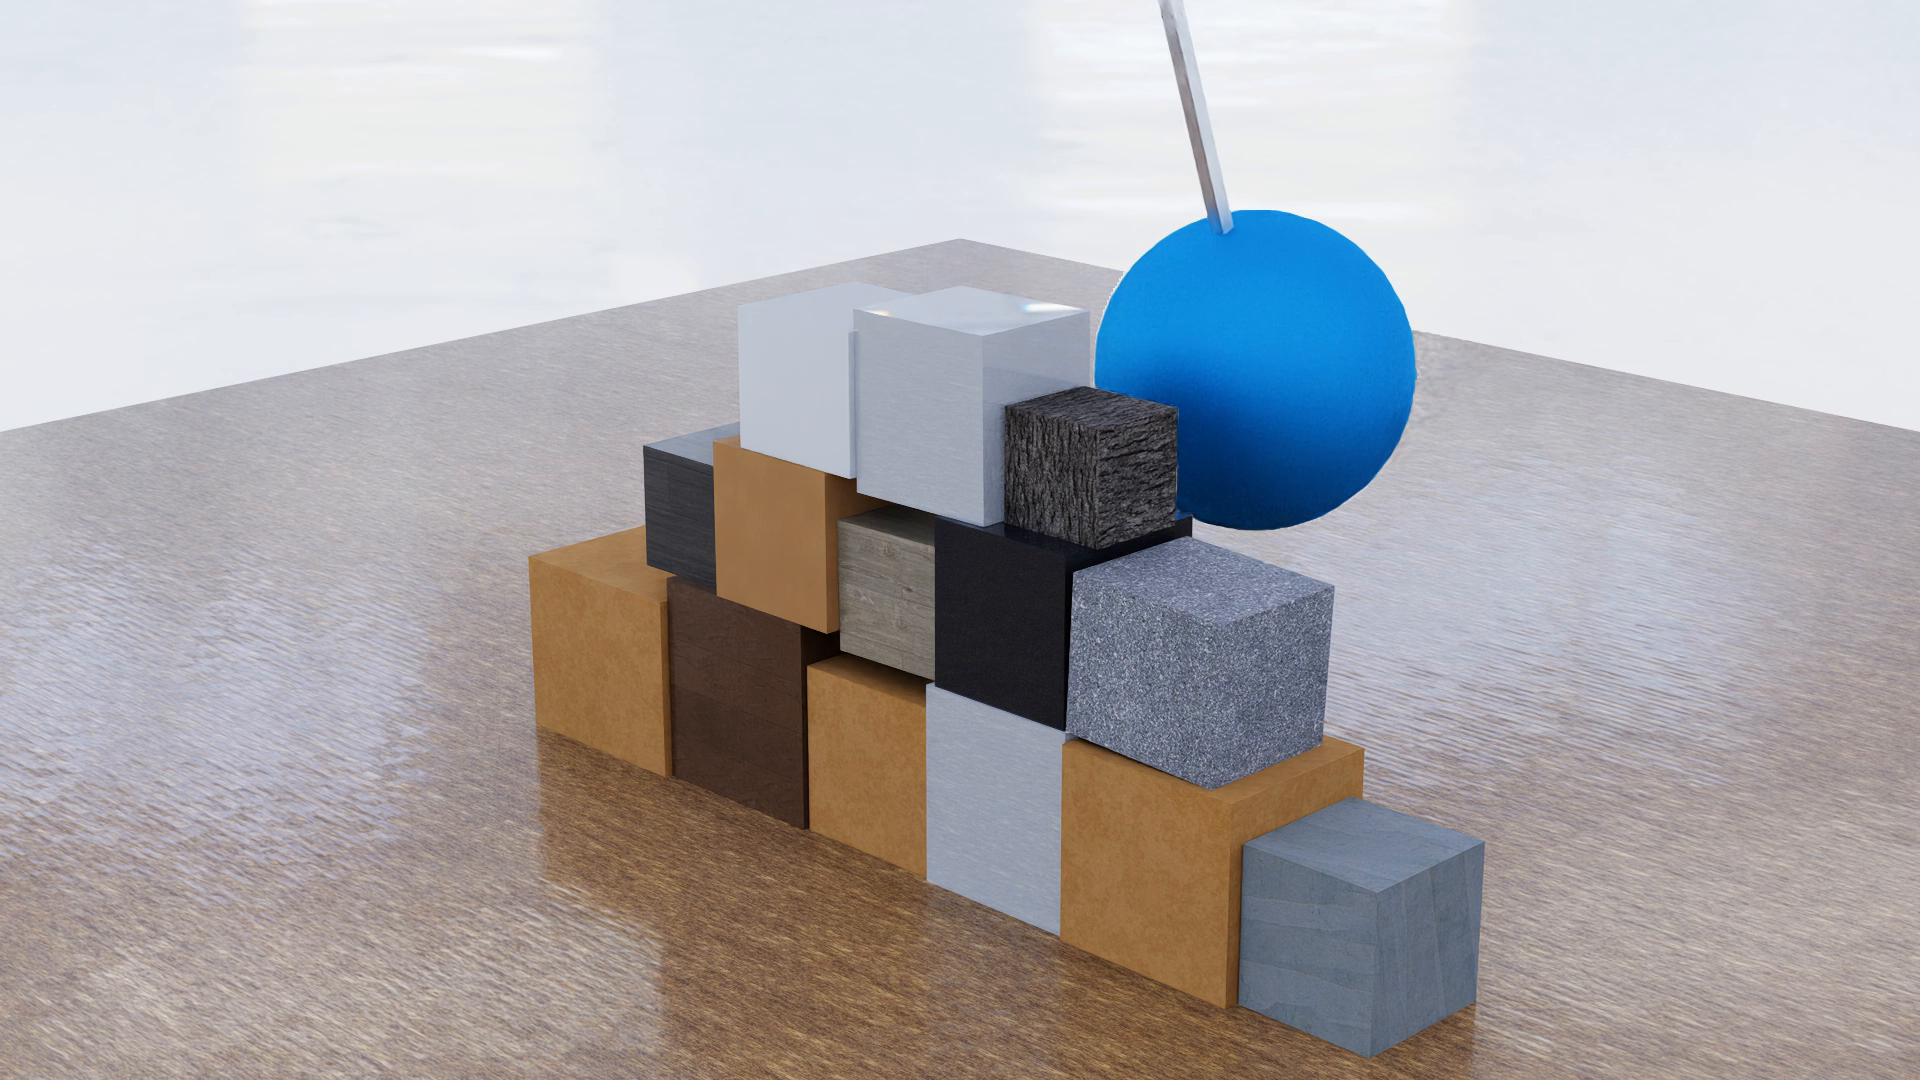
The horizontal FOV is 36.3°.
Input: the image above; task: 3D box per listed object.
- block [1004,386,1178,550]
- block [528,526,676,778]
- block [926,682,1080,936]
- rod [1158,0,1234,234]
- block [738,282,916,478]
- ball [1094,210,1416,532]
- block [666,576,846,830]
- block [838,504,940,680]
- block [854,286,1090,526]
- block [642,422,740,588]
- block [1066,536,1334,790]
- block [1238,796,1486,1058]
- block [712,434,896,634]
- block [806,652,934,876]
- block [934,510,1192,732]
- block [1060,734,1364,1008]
[{"bbox_3d":[0.564,-0.320,12.668,0.497,0.525,0.552,-17,24,-42],"label":"block"},{"bbox_3d":[-1.530,0.539,15.101,0.876,0.916,1.056,-17,24,-42],"label":"block"},{"bbox_3d":[0.448,1.103,13.246,0.845,0.953,0.851,-17,24,-42],"label":"block"},{"bbox_3d":[0.636,-3.639,12.864,0.080,5.200,0.080,17,44,42],"label":"rod"},{"bbox_3d":[-0.499,-0.755,13.602,0.742,0.676,0.749,-17,24,-42],"label":"block"},{"bbox_3d":[1.467,-0.844,14.614,1.600,1.600,1.600,0,17,0],"label":"ball"},{"bbox_3d":[-0.797,0.696,14.401,0.821,1.037,0.973,-17,24,-42],"label":"block"},{"bbox_3d":[-0.073,0.199,13.500,0.703,0.629,0.670,-17,23,-42],"label":"block"},{"bbox_3d":[0.054,-0.612,13.069,0.676,0.845,0.802,-17,23,-42],"label":"block"},{"bbox_3d":[-1.091,-0.180,14.434,0.693,0.615,0.600,-17,24,-42],"label":"block"},{"bbox_3d":[1.011,0.505,12.413,0.727,0.724,0.819,-17,27,-42],"label":"block"},{"bbox_3d":[1.654,1.582,12.104,0.722,0.723,0.683,-17,24,-42],"label":"block"},{"bbox_3d":[-0.590,-0.107,13.946,0.846,0.768,0.780,-17,24,-42],"label":"block"},{"bbox_3d":[-0.168,0.991,13.813,0.737,0.827,0.813,-17,24,-42],"label":"block"},{"bbox_3d":[0.455,0.273,12.977,0.819,0.792,0.784,-17,24,-42],"label":"block"},{"bbox_3d":[1.079,1.315,12.633,0.881,0.916,0.938,-17,24,-42],"label":"block"}]
